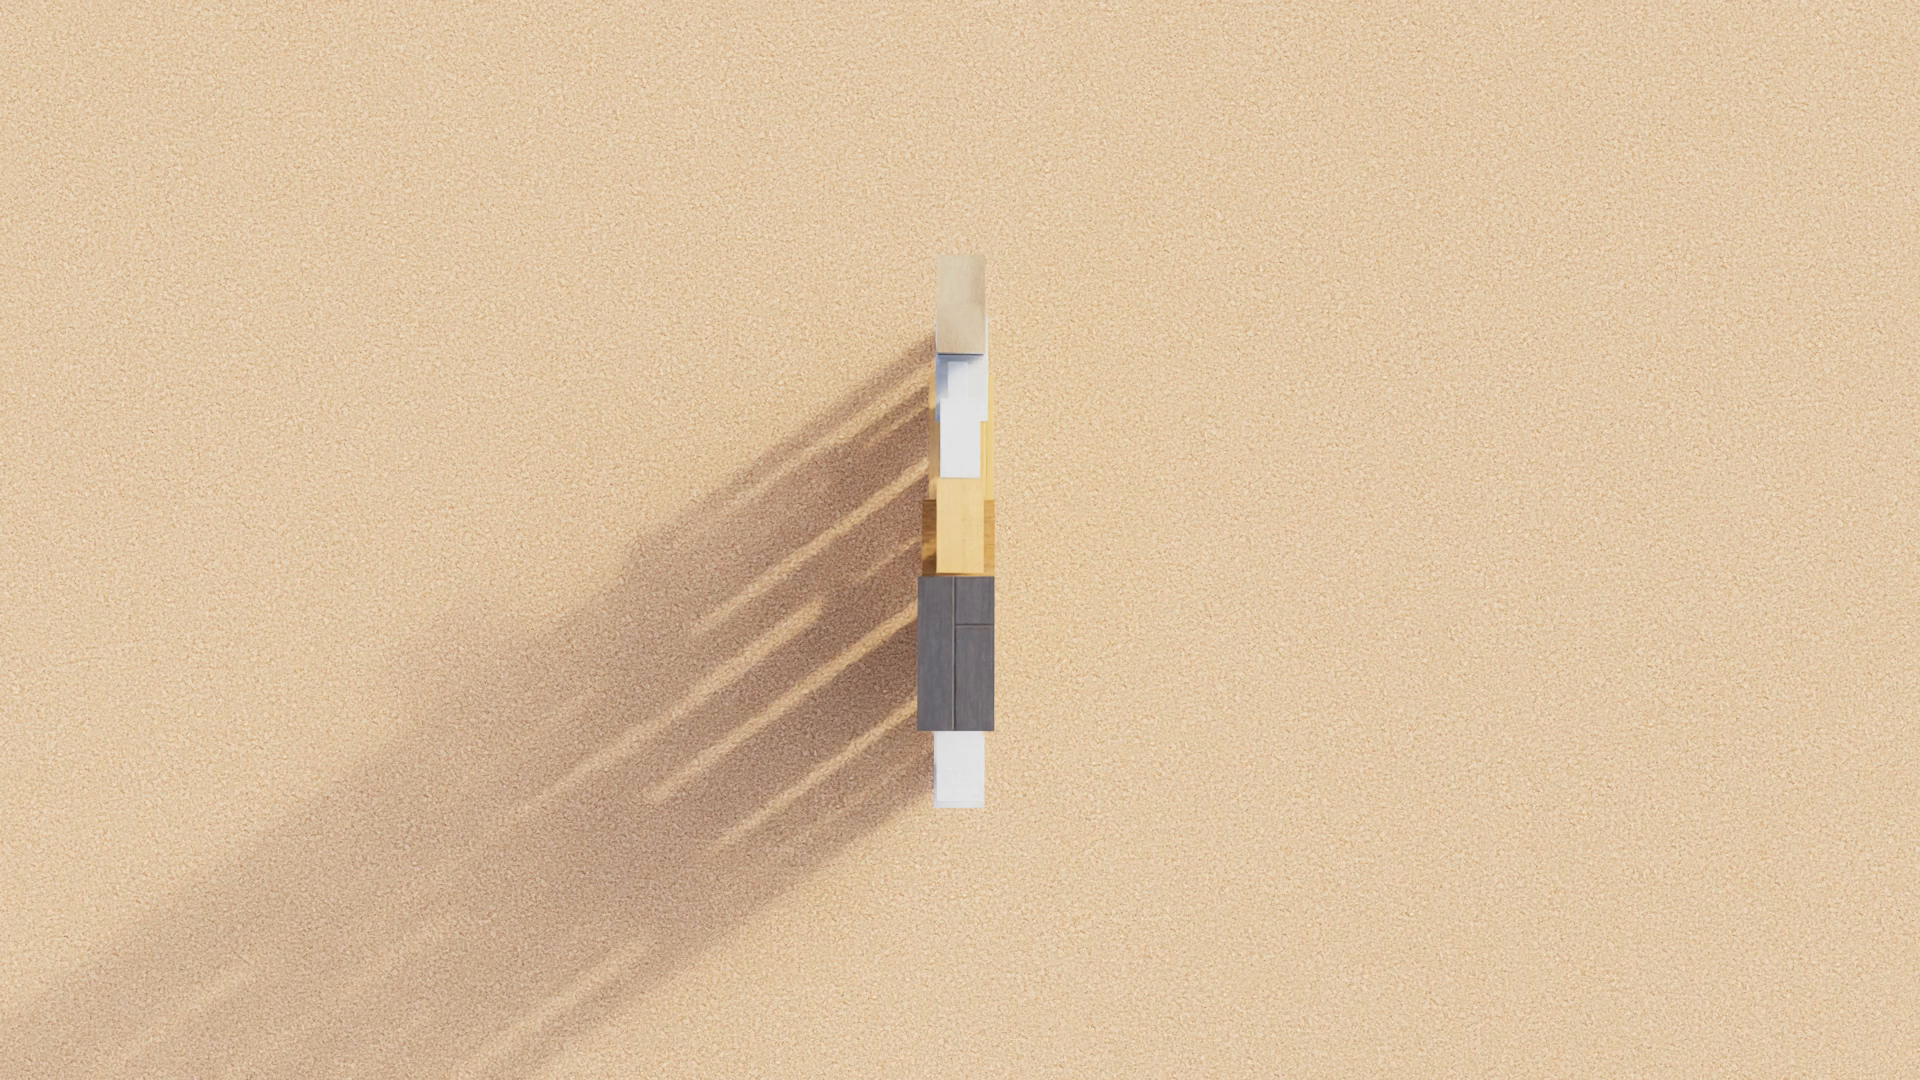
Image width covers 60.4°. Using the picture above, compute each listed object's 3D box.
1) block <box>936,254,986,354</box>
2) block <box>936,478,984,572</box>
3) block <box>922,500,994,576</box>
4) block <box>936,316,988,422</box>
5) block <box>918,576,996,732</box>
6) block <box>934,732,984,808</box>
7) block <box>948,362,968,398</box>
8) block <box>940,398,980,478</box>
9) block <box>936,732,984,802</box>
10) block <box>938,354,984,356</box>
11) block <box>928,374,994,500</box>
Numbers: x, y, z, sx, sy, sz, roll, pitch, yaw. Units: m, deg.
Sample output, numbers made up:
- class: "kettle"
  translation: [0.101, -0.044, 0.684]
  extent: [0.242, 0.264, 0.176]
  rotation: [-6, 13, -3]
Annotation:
- class: "block"
  translation: [0.002, -0.554, 3.876]
  extent: [0.114, 0.032, 0.228]
  rotation: [0, 90, 0]
- class: "block"
  translation: [0.000, -0.033, 3.844]
  extent: [0.109, 0.031, 0.218]
  rotation: [0, 90, 0]
- class: "block"
  translation: [-0.004, 0.080, 4.102]
  extent: [0.180, 0.051, 0.359]
  rotation: [0, 90, 0]
- class: "block"
  translation: [0.004, -0.427, 4.139]
  extent: [0.131, 0.037, 0.261]
  rotation: [0, 90, 0]
- class: "block"
  translation: [-0.009, 0.255, 3.707]
  extent: [0.173, 0.049, 0.346]
  rotation: [0, 90, 0]
- class: "block"
  translation: [-0.002, 0.604, 4.597]
  extent: [0.139, 0.039, 0.278]
  rotation: [0, 90, 0]
- class: "block"
  translation: [-0.006, -0.387, 4.018]
  extent: [0.048, 0.014, 0.095]
  rotation: [-1, 90, 0]
- class: "block"
  translation: [0.001, -0.240, 3.919]
  extent: [0.094, 0.027, 0.188]
  rotation: [0, 90, 0]
- class: "block"
  translation: [-0.001, 0.551, 4.232]
  extent: [0.118, 0.033, 0.236]
  rotation: [0, 90, 0]
- class: "block"
  translation: [0.003, -0.478, 4.006]
  extent: [0.114, 0.228, 0.032]
  rotation: [0, 90, 0]
- class: "block"
  translation: [0.004, -0.271, 4.443]
  extent: [0.174, 0.049, 0.347]
  rotation: [0, 90, 0]
